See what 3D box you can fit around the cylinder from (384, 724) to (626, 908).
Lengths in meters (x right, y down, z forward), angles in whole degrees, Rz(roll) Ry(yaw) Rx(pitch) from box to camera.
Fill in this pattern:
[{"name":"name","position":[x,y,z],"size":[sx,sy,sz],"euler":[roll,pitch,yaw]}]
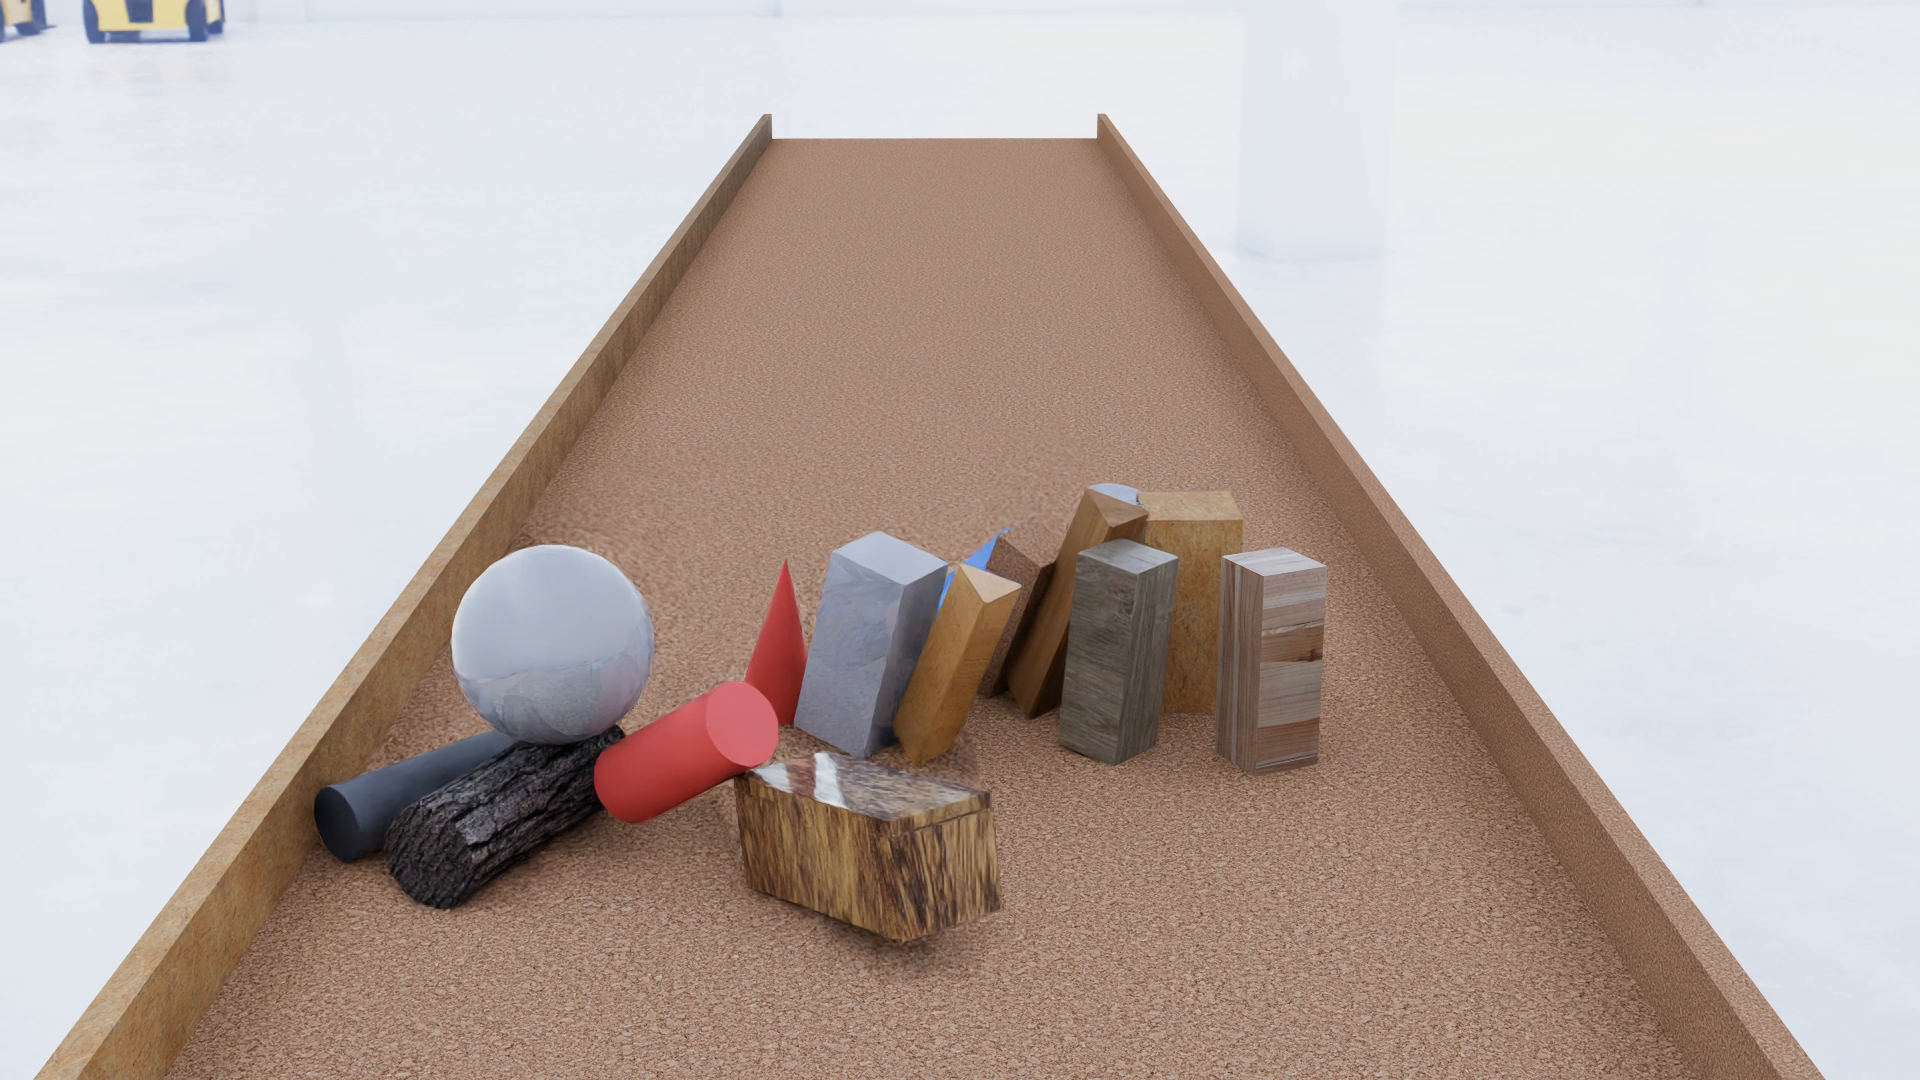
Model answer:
[{"name":"cylinder","position":[-0.712,0.422,3.518],"size":[0.166,0.166,0.447],"euler":[7,18,23]}]

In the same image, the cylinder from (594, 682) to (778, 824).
[{"name":"cylinder","position":[-0.438,0.340,3.494],"size":[0.137,0.137,0.325],"euler":[-18,-8,-46]}]

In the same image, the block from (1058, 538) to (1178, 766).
[{"name":"block","position":[0.279,0.197,3.902],"size":[0.128,0.366,0.128],"euler":[20,25,35]}]

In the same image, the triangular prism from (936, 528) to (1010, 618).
[{"name":"triangular prism","position":[0.011,0.121,4.243],"size":[0.386,0.131,0.114],"euler":[-39,-6,-22]}]

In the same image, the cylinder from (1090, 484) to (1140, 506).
[{"name":"cylinder","position":[0.282,0.070,4.353],"size":[0.164,0.328,0.164],"euler":[12,30,-7]}]

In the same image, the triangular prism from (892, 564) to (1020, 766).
[{"name":"triangular prism","position":[-0.024,0.213,3.856],"size":[0.098,0.362,0.114],"euler":[35,31,21]}]

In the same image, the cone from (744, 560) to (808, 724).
[{"name":"cone","position":[-0.324,0.160,3.994],"size":[0.142,0.373,0.142],"euler":[4,44,-4]}]

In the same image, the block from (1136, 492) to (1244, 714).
[{"name":"block","position":[0.426,0.117,4.159],"size":[0.178,0.380,0.178],"euler":[0,18,-1]}]

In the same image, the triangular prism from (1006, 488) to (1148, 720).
[{"name":"triangular prism","position":[0.197,0.114,4.054],"size":[0.105,0.441,0.121],"euler":[37,33,25]}]

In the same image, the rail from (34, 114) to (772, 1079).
[{"name":"rail","position":[-1.118,-0.838,7.780],"size":[0.050,0.150,12.000],"euler":[0,17,-1]}]

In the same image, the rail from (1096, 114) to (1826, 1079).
[{"name":"rail","position":[0.932,-0.844,7.801],"size":[0.050,0.150,12.000],"euler":[0,17,-1]}]

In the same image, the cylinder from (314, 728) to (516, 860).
[{"name":"cylinder","position":[-0.882,0.415,3.615],"size":[0.123,0.123,0.333],"euler":[14,21,39]}]

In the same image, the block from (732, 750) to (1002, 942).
[{"name":"block","position":[-0.146,0.449,3.287],"size":[0.175,0.175,0.429],"euler":[-12,11,-35]}]

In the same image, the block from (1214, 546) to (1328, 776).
[{"name":"block","position":[0.545,0.212,3.869],"size":[0.131,0.367,0.131],"euler":[-8,18,-26]}]

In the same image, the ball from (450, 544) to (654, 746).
[{"name":"ball","position":[-0.652,0.168,3.523],"size":[0.321,0.321,0.321],"euler":[0,17,0]}]

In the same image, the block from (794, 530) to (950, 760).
[{"name":"block","position":[-0.160,0.187,3.931],"size":[0.153,0.352,0.153],"euler":[24,25,23]}]

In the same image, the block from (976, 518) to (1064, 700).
[{"name":"block","position":[0.097,0.132,4.169],"size":[0.109,0.328,0.109],"euler":[38,38,24]}]
